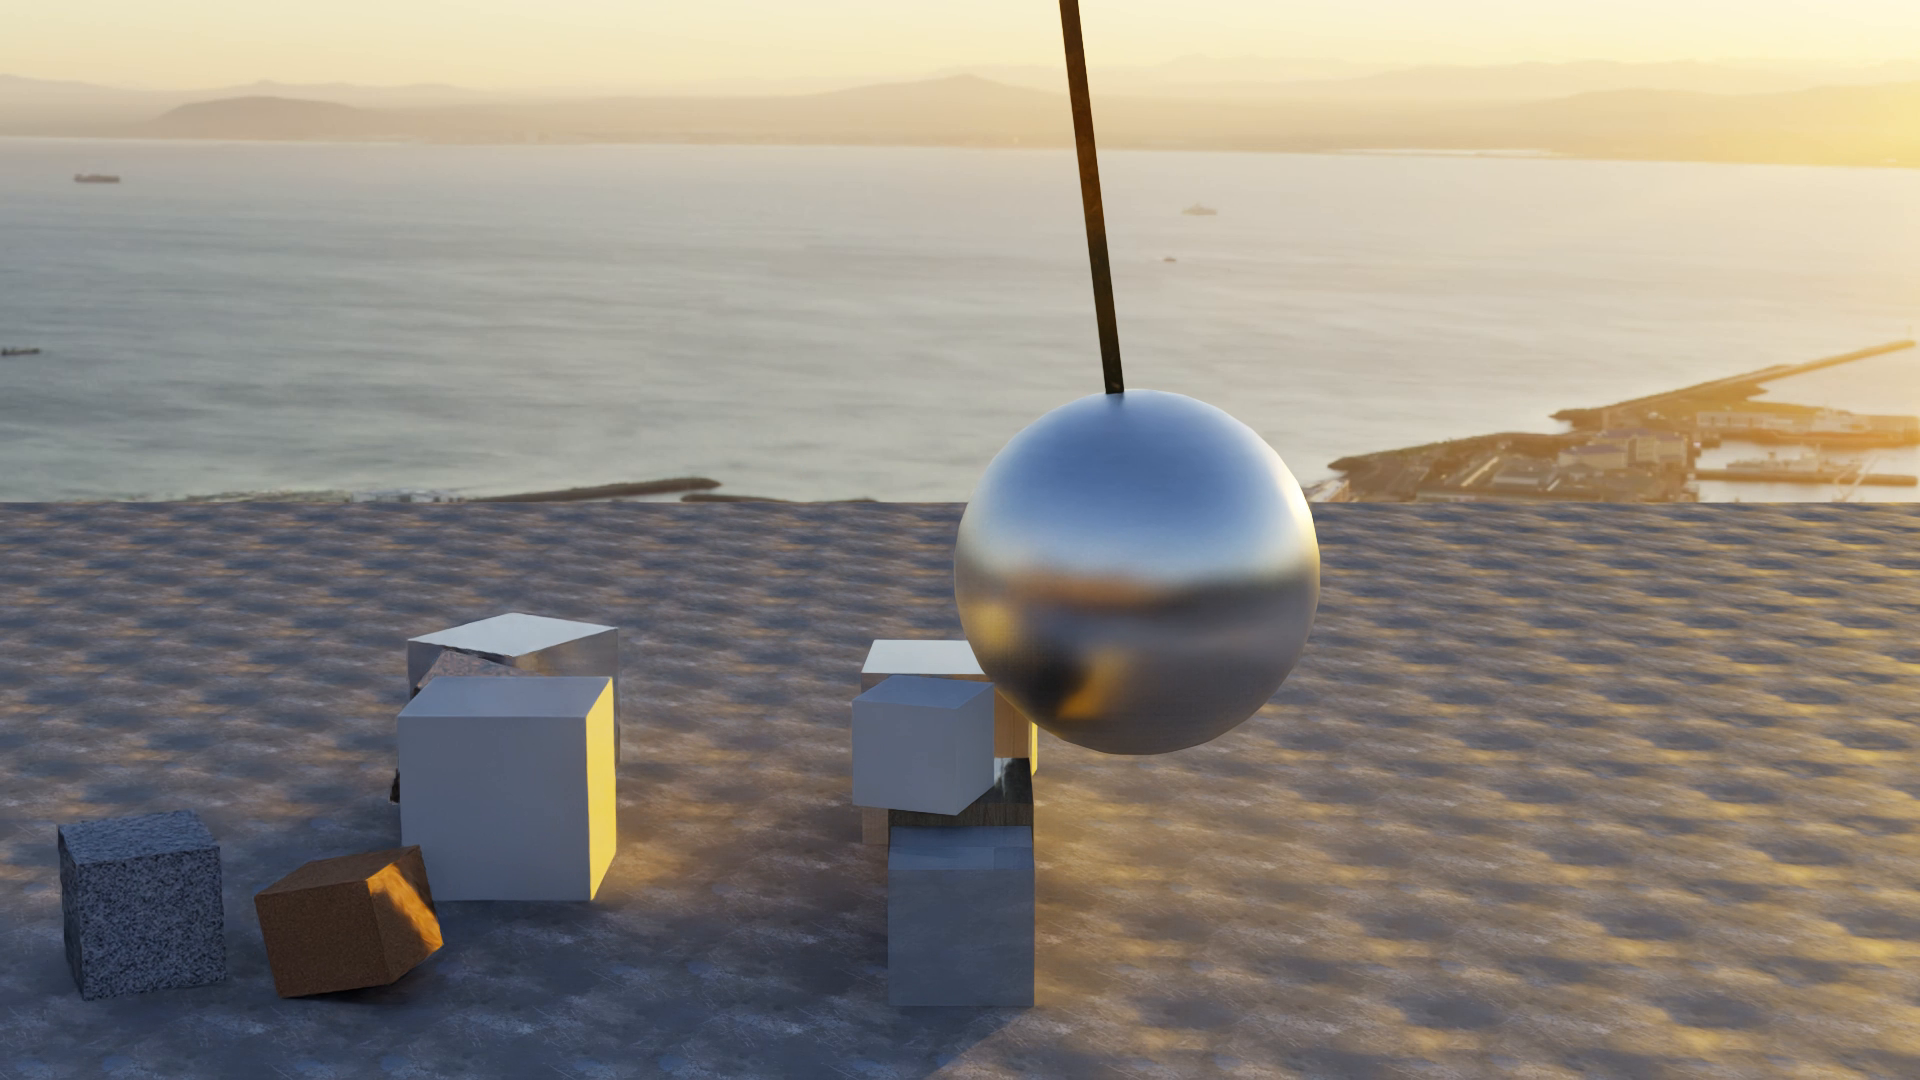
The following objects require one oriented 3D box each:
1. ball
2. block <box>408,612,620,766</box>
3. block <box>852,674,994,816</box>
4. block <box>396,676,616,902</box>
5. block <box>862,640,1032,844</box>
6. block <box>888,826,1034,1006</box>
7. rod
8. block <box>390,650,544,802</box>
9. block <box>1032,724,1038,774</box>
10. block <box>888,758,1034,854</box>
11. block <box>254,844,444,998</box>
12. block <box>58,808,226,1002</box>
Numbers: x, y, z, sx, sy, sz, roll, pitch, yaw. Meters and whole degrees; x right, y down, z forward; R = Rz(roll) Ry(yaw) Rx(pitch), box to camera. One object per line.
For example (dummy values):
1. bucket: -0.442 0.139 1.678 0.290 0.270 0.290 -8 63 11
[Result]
1. ball: 0.770 0.140 11.206 1.600 1.600 1.600 0 10 0
2. block: -2.257 0.825 13.033 0.710 0.715 0.776 6 12 31
3. block: -0.144 0.819 10.336 0.440 0.431 0.463 4 11 19
4. block: -1.982 1.085 11.322 0.807 0.815 0.744 0 10 1
5. block: -0.051 0.946 12.095 0.764 0.811 0.694 1 10 3
6. block: 0.005 1.460 10.024 0.557 0.540 0.571 0 10 0
7. rod: 0.334 -3.177 10.603 0.080 5.200 0.080 -7 10 1
8. block: -2.250 0.951 12.153 0.650 0.569 0.636 15 13 -2
9. block: 0.003 0.946 12.849 0.657 0.541 0.618 2 11 13
10. block: 0.003 1.301 10.652 0.582 0.630 0.701 0 10 0
11. block: -2.375 1.483 9.989 0.489 0.414 0.455 -10 8 15
12. block: -3.241 1.433 10.155 0.533 0.547 0.587 -5 11 -25
